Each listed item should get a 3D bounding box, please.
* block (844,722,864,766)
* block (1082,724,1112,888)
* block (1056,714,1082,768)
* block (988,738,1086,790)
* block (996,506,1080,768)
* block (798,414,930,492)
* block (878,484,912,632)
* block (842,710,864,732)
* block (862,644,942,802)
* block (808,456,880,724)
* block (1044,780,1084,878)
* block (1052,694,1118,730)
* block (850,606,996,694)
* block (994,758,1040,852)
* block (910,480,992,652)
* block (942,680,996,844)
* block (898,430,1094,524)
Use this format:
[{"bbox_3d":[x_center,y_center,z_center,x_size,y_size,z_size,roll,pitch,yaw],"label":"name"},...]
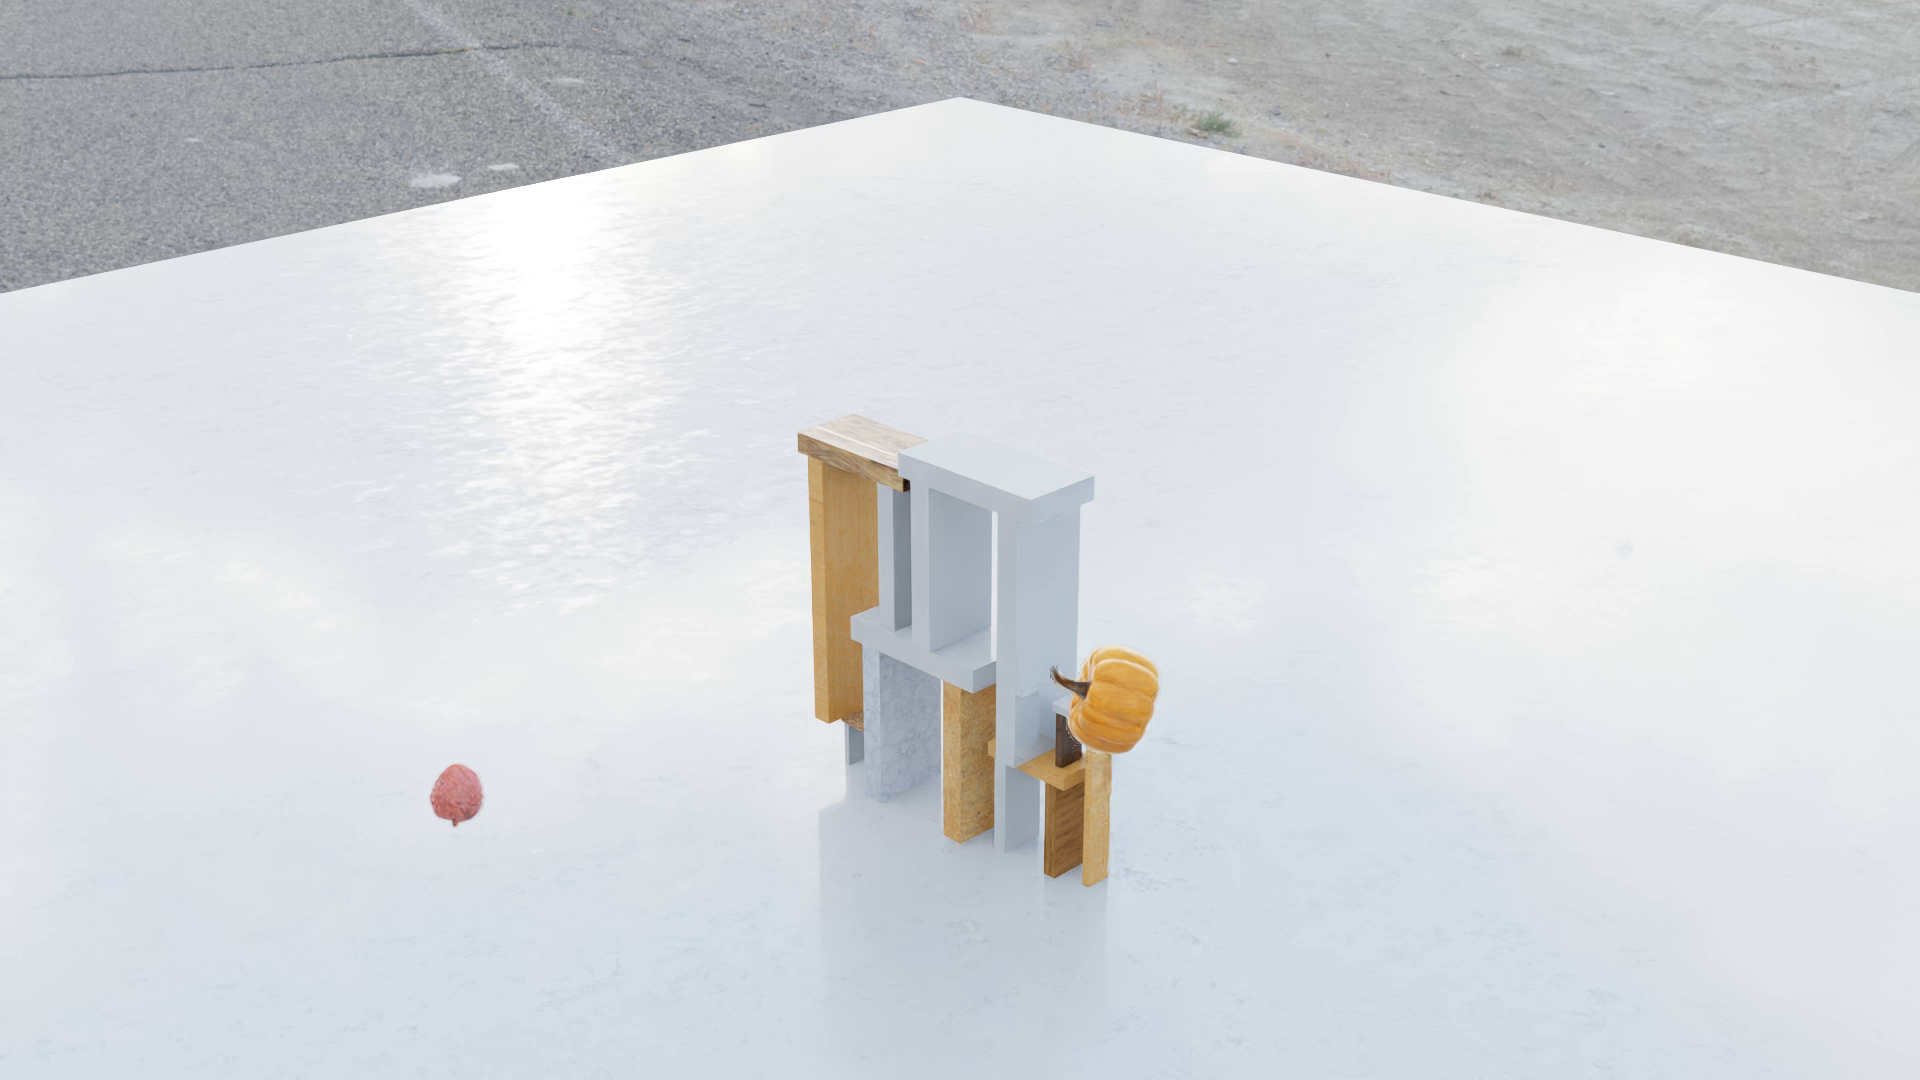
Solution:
[{"bbox_3d":[-0.220,0.422,4.640,0.014,0.098,0.049,21,31,41],"label":"block"},{"bbox_3d":[0.260,0.496,4.155,0.016,0.342,0.057,21,31,41],"label":"block"},{"bbox_3d":[0.206,0.370,4.160,0.057,0.113,0.016,-21,31,-40],"label":"block"},{"bbox_3d":[0.160,0.418,4.229,0.100,0.028,0.200,-21,31,-41],"label":"block"},{"bbox_3d":[0.146,0.168,4.133,0.171,0.507,0.049,-21,31,-41],"label":"block"},{"bbox_3d":[-0.163,-0.174,4.333,0.152,0.043,0.304,-22,31,-40],"label":"block"},{"bbox_3d":[-0.091,0.014,4.334,0.043,0.304,0.152,21,31,41],"label":"block"},{"bbox_3d":[-0.197,0.380,4.597,0.049,0.014,0.098,-21,31,-41],"label":"block"},{"bbox_3d":[-0.117,0.348,4.499,0.049,0.344,0.172,21,31,41],"label":"block"},{"bbox_3d":[-0.234,0.087,4.521,0.152,0.585,0.043,-21,31,-41],"label":"block"},{"bbox_3d":[0.207,0.541,4.230,0.028,0.200,0.100,21,31,41],"label":"block"},{"bbox_3d":[0.233,0.321,4.109,0.113,0.016,0.057,21,31,40],"label":"block"},{"bbox_3d":[-0.036,0.199,4.348,0.344,0.049,0.172,21,31,41],"label":"block"},{"bbox_3d":[0.113,0.504,4.316,0.028,0.200,0.100,21,31,41],"label":"block"},{"bbox_3d":[-0.015,0.029,4.249,0.049,0.343,0.171,21,31,41],"label":"block"},{"bbox_3d":[0.045,0.412,4.350,0.049,0.344,0.172,21,31,41],"label":"block"},{"bbox_3d":[0.065,-0.120,4.098,0.343,0.049,0.171,21,31,41],"label":"block"}]
